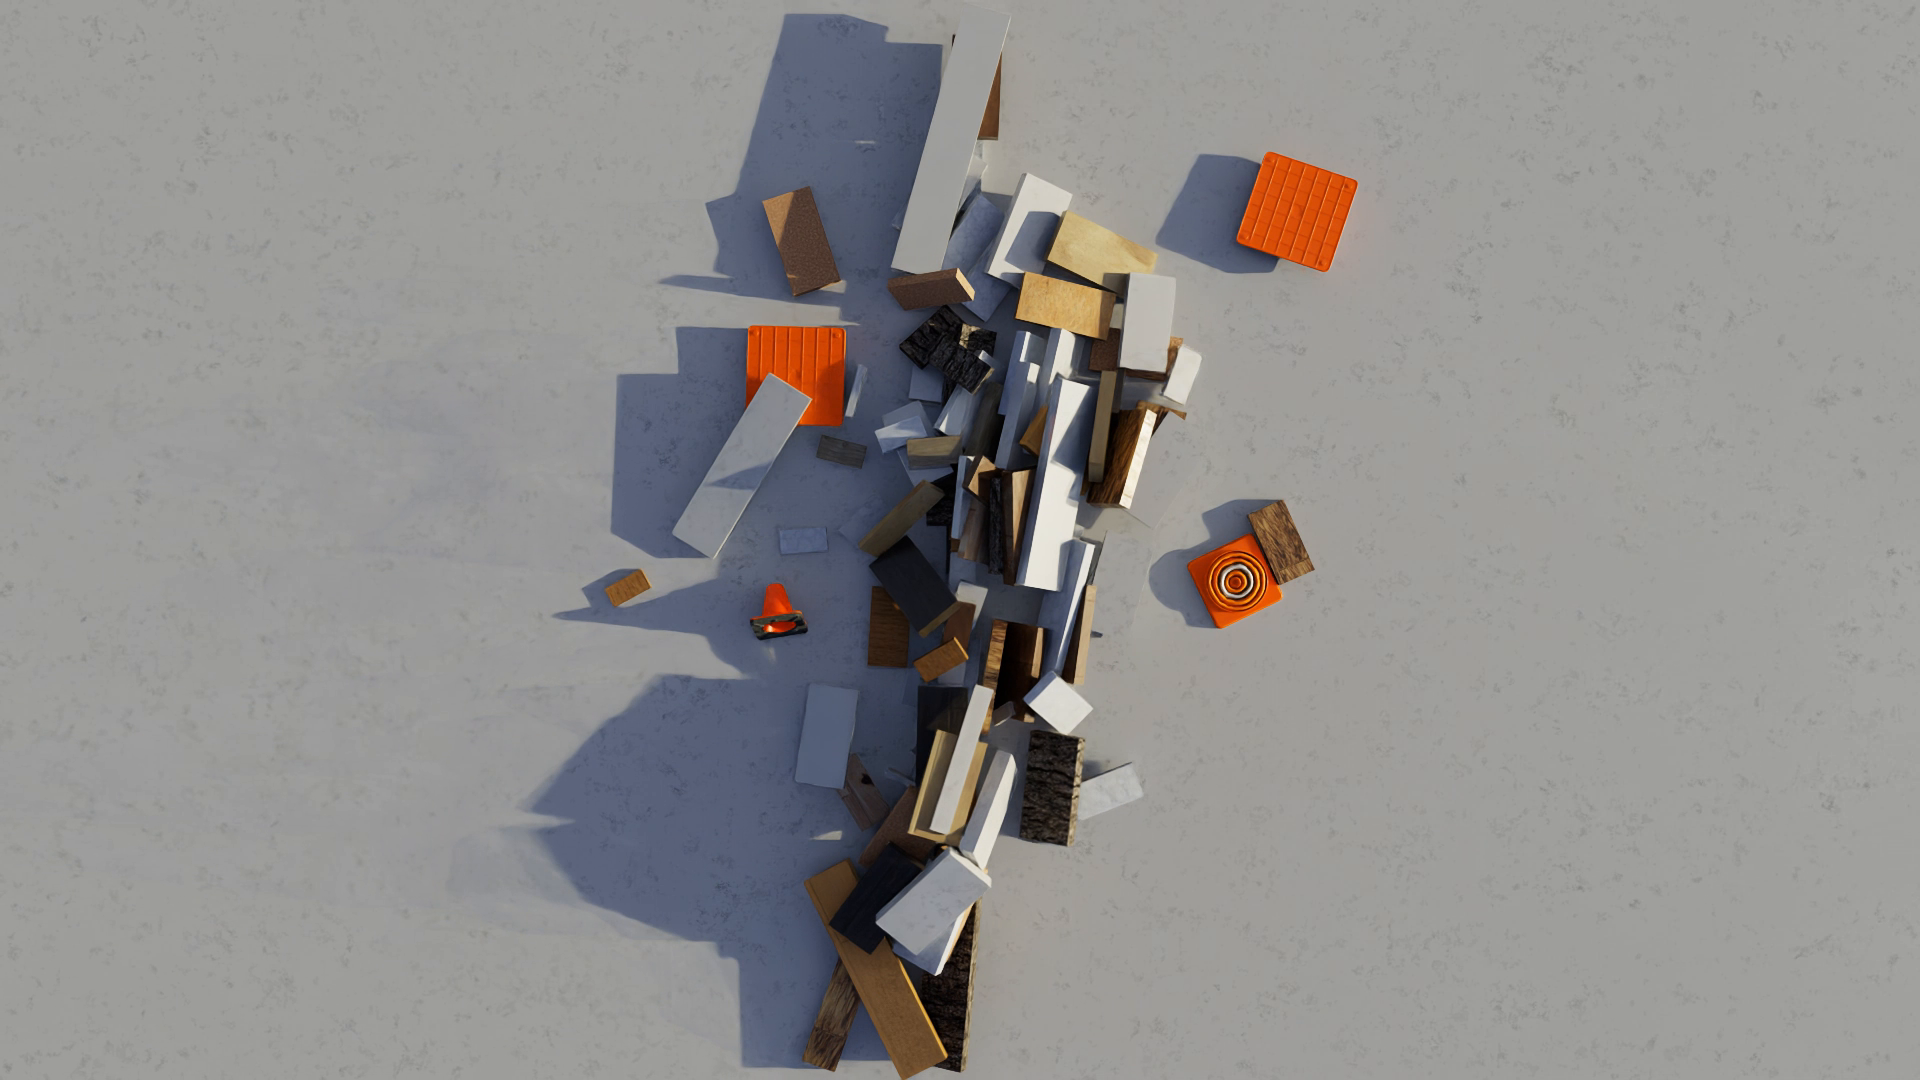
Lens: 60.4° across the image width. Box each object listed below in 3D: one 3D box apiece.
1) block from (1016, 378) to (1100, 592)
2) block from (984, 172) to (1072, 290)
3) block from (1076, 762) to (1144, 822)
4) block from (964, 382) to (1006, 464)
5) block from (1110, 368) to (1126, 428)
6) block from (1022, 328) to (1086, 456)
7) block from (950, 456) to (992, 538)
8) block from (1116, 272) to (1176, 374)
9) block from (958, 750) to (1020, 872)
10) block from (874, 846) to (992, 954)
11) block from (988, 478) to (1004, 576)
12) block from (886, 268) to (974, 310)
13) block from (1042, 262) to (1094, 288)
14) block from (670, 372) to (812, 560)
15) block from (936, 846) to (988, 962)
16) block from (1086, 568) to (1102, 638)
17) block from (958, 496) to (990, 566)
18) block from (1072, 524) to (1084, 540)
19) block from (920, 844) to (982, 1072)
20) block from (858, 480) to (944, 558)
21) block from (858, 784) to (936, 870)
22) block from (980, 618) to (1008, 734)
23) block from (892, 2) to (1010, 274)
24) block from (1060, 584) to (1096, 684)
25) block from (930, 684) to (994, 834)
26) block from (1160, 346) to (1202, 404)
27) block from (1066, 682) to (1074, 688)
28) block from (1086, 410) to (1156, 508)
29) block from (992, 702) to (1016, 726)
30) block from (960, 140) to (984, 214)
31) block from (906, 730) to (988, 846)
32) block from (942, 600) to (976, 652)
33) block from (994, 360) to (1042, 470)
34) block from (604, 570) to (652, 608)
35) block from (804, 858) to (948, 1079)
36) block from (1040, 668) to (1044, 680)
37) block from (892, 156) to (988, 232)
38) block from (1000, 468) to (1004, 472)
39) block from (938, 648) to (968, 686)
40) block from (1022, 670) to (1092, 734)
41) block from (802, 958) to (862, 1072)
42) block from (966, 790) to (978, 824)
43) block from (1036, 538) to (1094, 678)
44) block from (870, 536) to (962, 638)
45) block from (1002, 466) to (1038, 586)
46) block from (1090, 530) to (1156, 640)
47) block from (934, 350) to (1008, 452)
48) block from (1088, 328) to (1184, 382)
[{"bbox_3d":[0.316,-0.175,5.332,0.162,0.046,0.670,10,90,-38],"label":"block"},{"bbox_3d":[0.223,-1.006,5.417,0.174,0.049,0.348,21,92,-21],"label":"block"},{"bbox_3d":[0.479,0.833,5.457,0.233,0.033,0.117,-21,91,-1],"label":"block"},{"bbox_3d":[0.104,-0.368,5.432,0.040,0.140,0.280,20,90,37],"label":"block"},{"bbox_3d":[0.518,-0.469,5.417,0.025,0.087,0.175,7,63,7],"label":"block"},{"bbox_3d":[0.310,-0.476,5.428,0.042,0.147,0.421,13,90,37],"label":"block"},{"bbox_3d":[0.037,-0.139,5.364,0.117,0.033,0.268,0,99,-44],"label":"block"},{"bbox_3d":[0.613,-0.714,5.421,0.156,0.044,0.311,6,92,-8],"label":"block"},{"bbox_3d":[0.098,0.878,5.340,0.050,0.177,0.354,13,62,20],"label":"block"},{"bbox_3d":[-0.087,1.153,5.273,0.177,0.050,0.354,41,106,-12],"label":"block"},{"bbox_3d":[0.166,-0.050,5.357,0.155,0.044,0.310,-7,103,-43],"label":"block"},{"bbox_3d":[-0.096,-0.817,5.384,0.256,0.128,0.036,-4,59,27],"label":"block"},{"bbox_3d":[0.360,-0.874,5.475,0.174,0.049,0.348,18,90,0],"label":"block"},{"bbox_3d":[-0.720,-0.243,5.441,0.163,0.046,0.624,32,96,-1],"label":"block"},{"bbox_3d":[-0.051,1.194,5.408,0.168,0.048,0.337,26,98,23],"label":"block"},{"bbox_3d":[0.472,0.183,5.482,0.128,0.036,0.256,29,90,0],"label":"block"},{"bbox_3d":[0.070,-0.044,5.369,0.117,0.033,0.234,16,87,-44],"label":"block"},{"bbox_3d":[0.227,-0.033,5.462,0.329,0.047,0.165,23,92,-4],"label":"block"},{"bbox_3d":[-0.031,1.376,5.443,0.168,0.048,0.721,5,90,24],"label":"block"},{"bbox_3d":[-0.194,-0.068,5.404,0.089,0.025,0.326,29,118,-37],"label":"block"},{"bbox_3d":[-0.175,0.966,5.366,0.169,0.048,0.338,31,115,-6],"label":"block"},{"bbox_3d":[0.102,0.446,5.422,0.044,0.155,0.370,10,90,0],"label":"block"},{"bbox_3d":[-0.030,-1.296,5.384,0.156,0.044,0.892,16,90,0],"label":"block"},{"bbox_3d":[0.354,0.302,5.424,0.046,0.162,0.325,8,90,-42],"label":"block"},{"bbox_3d":[0.005,0.696,5.242,0.062,0.018,0.480,19,84,-8],"label":"block"},{"bbox_3d":[0.732,-0.544,5.449,0.087,0.025,0.175,22,86,-24],"label":"block"},{"bbox_3d":[0.353,0.481,5.493,0.047,0.013,0.094,31,90,0],"label":"block"},{"bbox_3d":[0.527,-0.266,5.394,0.046,0.163,0.327,24,78,-36],"label":"block"},{"bbox_3d":[0.142,0.570,5.422,0.094,0.013,0.047,-37,57,39],"label":"block"},{"bbox_3d":[-0.007,-1.256,5.477,0.165,0.047,0.329,3,90,0],"label":"block"},{"bbox_3d":[-0.041,0.790,5.261,0.169,0.048,0.338,17,84,-8],"label":"block"},{"bbox_3d":[-0.004,0.280,5.353,0.081,0.023,0.163,13,93,2],"label":"block"},{"bbox_3d":[0.220,-0.394,5.414,0.050,0.177,0.354,13,90,36],"label":"block"},{"bbox_3d":[-1.105,0.160,5.490,0.139,0.020,0.069,-29,90,0],"label":"block"},{"bbox_3d":[-0.279,1.410,5.427,0.163,0.046,0.718,-28,84,5],"label":"block"},{"bbox_3d":[0.222,0.438,5.446,0.018,0.124,0.062,8,94,-41],"label":"block"},{"bbox_3d":[-0.066,-1.135,5.430,0.165,0.047,0.329,32,90,0],"label":"block"},{"bbox_3d":[0.171,-0.276,5.477,0.069,0.020,0.139,17,90,-23],"label":"block"},{"bbox_3d":[-0.022,0.405,5.382,0.081,0.023,0.163,7,92,2],"label":"block"},{"bbox_3d":[0.321,0.535,5.391,0.131,0.262,0.037,-46,47,1],"label":"block"},{"bbox_3d":[-0.329,1.358,5.483,0.117,0.033,0.824,20,90,0],"label":"block"},{"bbox_3d":[0.005,0.832,5.396,0.095,0.027,0.191,-10,73,-5],"label":"block"},{"bbox_3d":[0.319,0.253,5.408,0.037,0.131,0.528,8,99,-42],"label":"block"},{"bbox_3d":[-0.147,0.149,5.387,0.163,0.046,0.327,-39,56,1],"label":"block"},{"bbox_3d":[0.217,-0.049,5.340,0.177,0.050,0.369,-12,106,-42],"label":"block"},{"bbox_3d":[0.519,0.150,5.440,0.165,0.047,0.329,16,90,0],"label":"block"},{"bbox_3d":[0.041,-0.457,5.416,0.140,0.040,0.305,36,76,-32],"label":"block"},{"bbox_3d":[0.583,-0.617,5.479,0.294,0.042,0.147,9,90,0],"label":"block"}]
